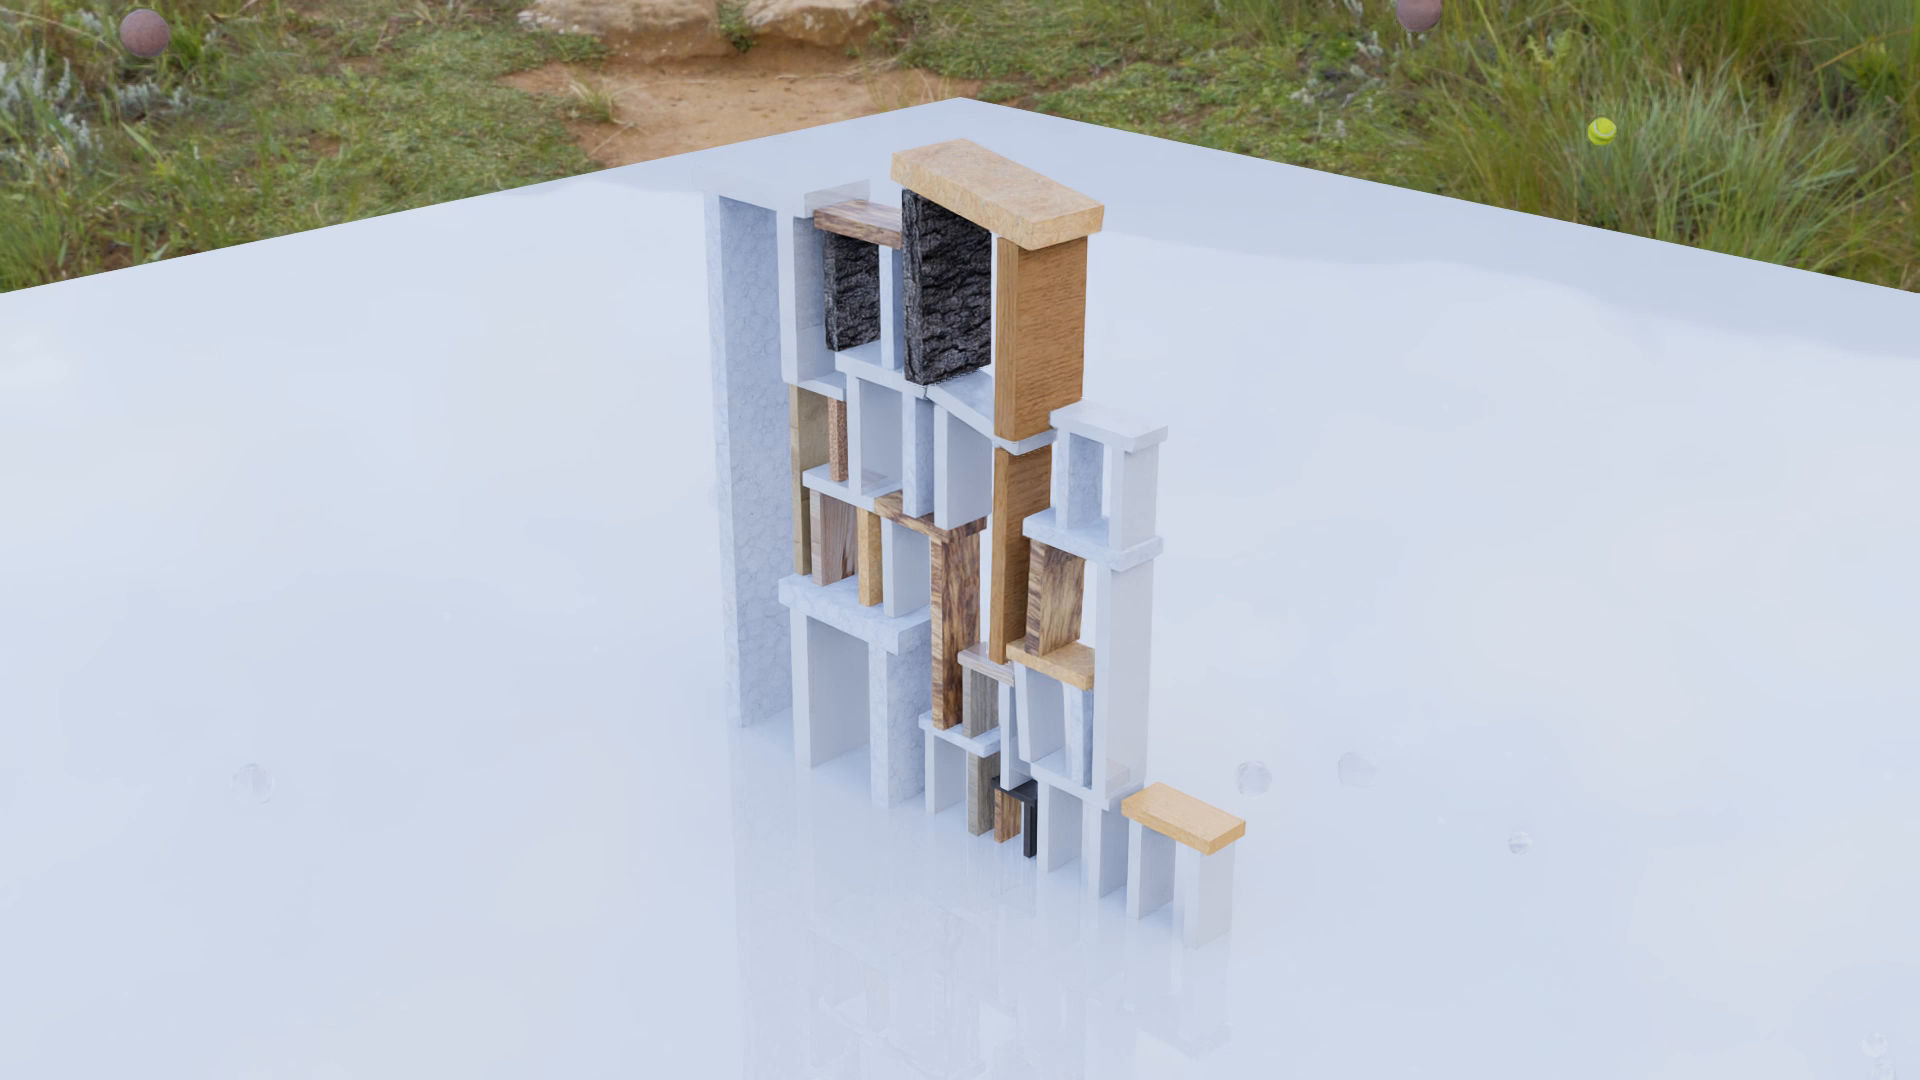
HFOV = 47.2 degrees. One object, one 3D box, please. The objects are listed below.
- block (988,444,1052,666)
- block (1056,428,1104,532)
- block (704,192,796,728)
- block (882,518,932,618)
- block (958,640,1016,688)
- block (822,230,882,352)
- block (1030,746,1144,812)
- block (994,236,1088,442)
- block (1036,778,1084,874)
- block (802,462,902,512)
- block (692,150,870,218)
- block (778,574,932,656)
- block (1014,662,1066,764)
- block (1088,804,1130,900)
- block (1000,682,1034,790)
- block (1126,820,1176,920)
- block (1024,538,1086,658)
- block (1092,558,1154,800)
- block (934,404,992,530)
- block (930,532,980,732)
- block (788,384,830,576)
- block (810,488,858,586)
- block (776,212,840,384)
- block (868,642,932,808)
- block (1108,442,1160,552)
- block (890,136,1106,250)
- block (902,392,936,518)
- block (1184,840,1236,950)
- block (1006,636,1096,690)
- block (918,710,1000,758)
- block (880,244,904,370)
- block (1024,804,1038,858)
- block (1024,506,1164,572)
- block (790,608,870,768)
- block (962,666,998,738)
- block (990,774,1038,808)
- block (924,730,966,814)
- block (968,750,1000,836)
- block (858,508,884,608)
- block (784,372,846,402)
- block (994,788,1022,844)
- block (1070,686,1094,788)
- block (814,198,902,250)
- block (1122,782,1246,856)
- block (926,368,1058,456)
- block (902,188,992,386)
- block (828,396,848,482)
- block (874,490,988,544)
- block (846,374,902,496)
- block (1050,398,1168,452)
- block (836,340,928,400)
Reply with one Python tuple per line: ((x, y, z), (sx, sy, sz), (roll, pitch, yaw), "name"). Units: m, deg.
((0.113, 0.018, 4.107), (0.034, 0.431, 0.121), (23, 32, 39), "block")
((0.216, -0.120, 3.945), (0.027, 0.190, 0.095), (22, 31, 40), "block")
((-0.433, -0.164, 4.632), (0.048, 1.184, 0.169), (21, 31, 41), "block")
((-0.105, 0.041, 4.352), (0.104, 0.209, 0.030), (-21, 30, -41), "block")
((0.077, 0.239, 4.239), (0.154, 0.022, 0.077), (21, 31, 40), "block")
((-0.207, -0.492, 4.242), (0.034, 0.237, 0.118), (21, 31, 41), "block")
((0.240, 0.449, 4.159), (0.198, 0.028, 0.099), (21, 31, 40), "block")
((0.143, -0.371, 3.902), (0.178, 0.363, 0.050), (-21, 32, -40), "block")
((0.194, 0.535, 4.246), (0.028, 0.198, 0.099), (21, 31, 41), "block")
((-0.205, -0.110, 4.400), (0.210, 0.030, 0.105), (21, 31, 40), "block")
((-0.354, -0.700, 4.318), (0.169, 0.048, 0.337), (-21, 31, -41), "block")
((-0.184, 0.130, 4.475), (0.357, 0.051, 0.179), (21, 31, 41), "block")
((0.153, 0.313, 4.190), (0.101, 0.202, 0.029), (-21, 26, -41), "block")
((0.287, 0.572, 4.160), (0.099, 0.198, 0.028), (-21, 31, -41), "block")
((0.114, 0.368, 4.255), (0.022, 0.229, 0.077), (21, 31, 41), "block")
((0.358, 0.595, 4.095), (0.029, 0.206, 0.103), (21, 31, 41), "block")
((0.178, 0.092, 4.075), (0.117, 0.234, 0.033), (-21, 34, -41), "block")
((0.296, 0.244, 4.013), (0.033, 0.464, 0.117), (21, 31, 41), "block")
((0.007, -0.150, 4.149), (0.121, 0.241, 0.034), (-21, 31, -40), "block")
((-0.008, 0.171, 4.300), (0.104, 0.407, 0.030), (-21, 31, -40), "block")
((-0.302, -0.131, 4.496), (0.025, 0.414, 0.087), (21, 31, 41), "block")
((-0.255, -0.019, 4.492), (0.030, 0.210, 0.105), (21, 31, 41), "block")
((-0.275, -0.492, 4.322), (0.169, 0.338, 0.048), (-21, 30, -40), "block")
((-0.100, 0.351, 4.477), (0.051, 0.357, 0.179), (21, 31, 41), "block")
((0.306, -0.084, 3.863), (0.027, 0.190, 0.095), (22, 31, 40), "block")
((0.063, -0.616, 3.885), (0.178, 0.050, 0.356), (-21, 41, -40), "block")
((-0.053, -0.176, 4.205), (0.123, 0.247, 0.035), (-21, 31, -40), "block")
((0.455, 0.633, 4.005), (0.029, 0.206, 0.103), (21, 31, 41), "block")
((0.194, 0.222, 4.106), (0.101, 0.029, 0.202), (-21, 30, -40), "block")
((0.014, 0.376, 4.372), (0.092, 0.026, 0.184), (-21, 31, -41), "block")
((-0.095, -0.449, 4.138), (0.118, 0.237, 0.034), (-21, 31, -41), "block")
((0.151, 0.557, 4.297), (0.017, 0.118, 0.059), (21, 31, 41), "block")
((0.240, -0.008, 3.967), (0.234, 0.033, 0.117), (21, 31, 40), "block")
((-0.269, 0.285, 4.632), (0.051, 0.357, 0.179), (21, 31, 41), "block")
((0.040, 0.305, 4.307), (0.077, 0.154, 0.022), (-21, 31, -40), "block")
((0.123, 0.484, 4.296), (0.118, 0.017, 0.059), (21, 31, 41), "block")
((-0.029, 0.455, 4.453), (0.092, 0.184, 0.026), (-21, 31, -41), "block")
((0.058, 0.489, 4.373), (0.092, 0.184, 0.026), (-21, 31, -41), "block")
((-0.155, 0.020, 4.402), (0.030, 0.210, 0.105), (21, 31, 40), "block")
((-0.261, -0.318, 4.373), (0.175, 0.025, 0.087), (21, 31, 40), "block")
((0.095, 0.535, 4.348), (0.017, 0.118, 0.059), (21, 31, 41), "block")
((0.252, 0.349, 4.100), (0.101, 0.202, 0.029), (-21, 28, -40), "block")
((-0.151, -0.595, 4.137), (0.237, 0.034, 0.118), (21, 31, 40), "block")
((0.406, 0.506, 4.004), (0.206, 0.029, 0.103), (21, 31, 41), "block")
((0.064, -0.241, 4.049), (0.121, 0.034, 0.241), (-21, 44, -40), "block")
((-0.023, -0.478, 4.037), (0.178, 0.356, 0.050), (-21, 31, -40), "block")
((-0.220, -0.209, 4.373), (0.025, 0.175, 0.087), (21, 31, 40), "block")
((-0.058, -0.050, 4.261), (0.104, 0.030, 0.209), (-21, 31, -40), "block")
((-0.165, -0.222, 4.311), (0.035, 0.246, 0.123), (20, 30, 39), "block")
((0.262, -0.201, 3.861), (0.190, 0.027, 0.095), (21, 31, 40), "block")
((-0.110, -0.328, 4.203), (0.123, 0.035, 0.246), (-21, 31, -40), "block")
